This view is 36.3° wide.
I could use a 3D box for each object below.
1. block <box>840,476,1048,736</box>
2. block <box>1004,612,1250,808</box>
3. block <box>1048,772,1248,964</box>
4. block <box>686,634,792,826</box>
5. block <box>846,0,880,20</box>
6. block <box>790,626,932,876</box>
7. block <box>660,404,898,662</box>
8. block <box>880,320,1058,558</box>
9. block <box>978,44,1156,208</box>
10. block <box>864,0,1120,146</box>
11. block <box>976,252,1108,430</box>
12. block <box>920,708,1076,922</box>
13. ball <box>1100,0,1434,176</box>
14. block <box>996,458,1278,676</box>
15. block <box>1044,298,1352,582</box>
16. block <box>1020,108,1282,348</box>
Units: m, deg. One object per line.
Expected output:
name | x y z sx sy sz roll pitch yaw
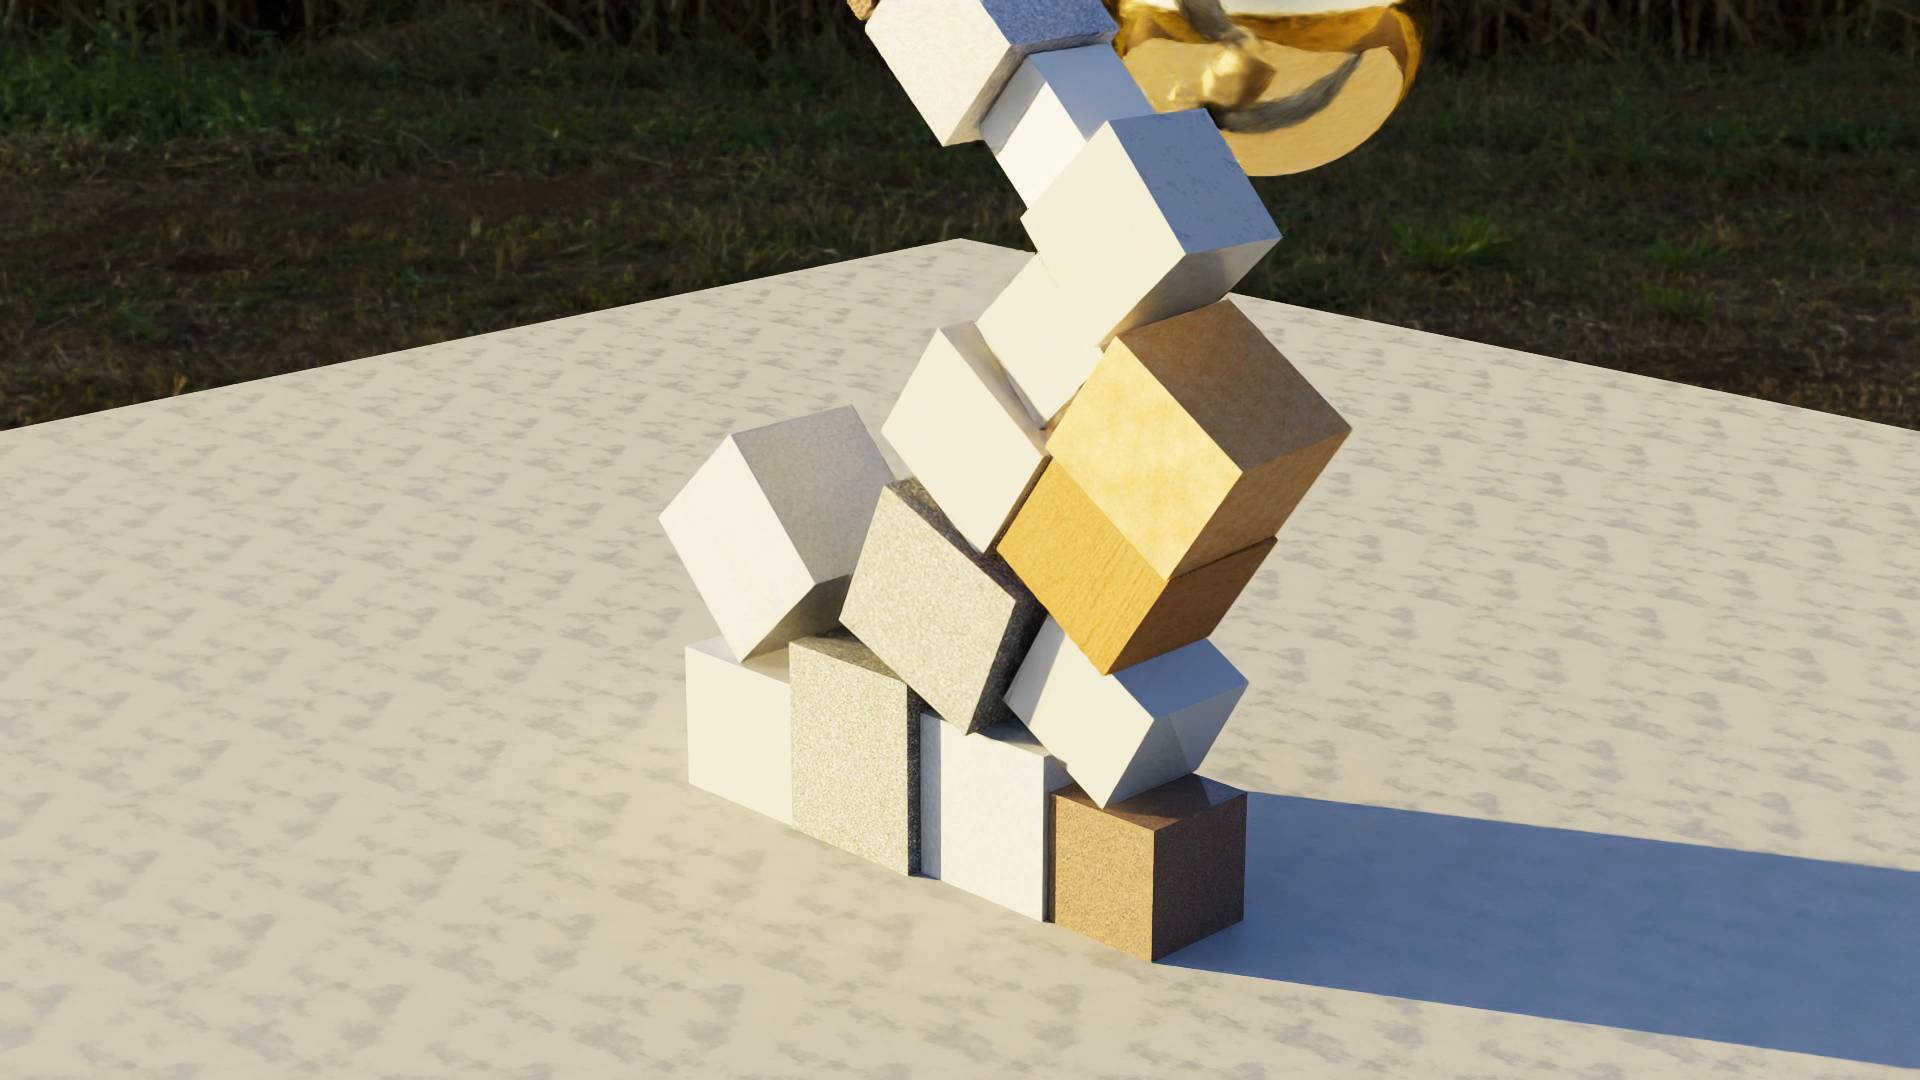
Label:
block | 0.127 0.225 13.251 0.811 0.770 0.880 -17 48 -43
block | 0.722 0.661 12.812 0.633 0.564 0.688 -17 54 -43
block | 0.822 1.393 12.893 0.617 0.612 0.607 -17 24 -42
block | -0.766 0.853 14.433 0.853 0.718 0.772 -17 24 -42
block | -0.251 -2.744 12.761 0.620 0.592 0.674 -16 64 -40
block | -0.209 0.916 13.863 0.876 0.940 0.790 -17 24 -42
block | -0.792 -0.035 14.173 0.784 0.837 0.763 -17 -20 -43
block | 0.265 -0.491 12.930 0.742 0.648 0.780 -16 58 -42
block | 0.470 -1.729 12.343 0.465 0.474 0.478 -15 65 -39
block | 0.131 -2.186 12.534 0.640 0.630 0.676 -16 65 -40
block | 0.540 -0.893 12.512 0.567 0.561 0.541 -15 -22 -41
block | 0.350 1.157 13.357 0.731 0.783 0.766 -17 24 -42
ball | 1.467 -2.549 14.078 1.600 1.600 1.600 0 17 0
block | 0.754 0.019 12.550 0.706 0.636 0.754 -18 59 -43
block | 0.984 -0.422 12.125 0.759 0.662 0.783 -21 62 -44
block | 0.783 -1.288 12.095 0.582 0.655 0.678 -14 -21 -41
